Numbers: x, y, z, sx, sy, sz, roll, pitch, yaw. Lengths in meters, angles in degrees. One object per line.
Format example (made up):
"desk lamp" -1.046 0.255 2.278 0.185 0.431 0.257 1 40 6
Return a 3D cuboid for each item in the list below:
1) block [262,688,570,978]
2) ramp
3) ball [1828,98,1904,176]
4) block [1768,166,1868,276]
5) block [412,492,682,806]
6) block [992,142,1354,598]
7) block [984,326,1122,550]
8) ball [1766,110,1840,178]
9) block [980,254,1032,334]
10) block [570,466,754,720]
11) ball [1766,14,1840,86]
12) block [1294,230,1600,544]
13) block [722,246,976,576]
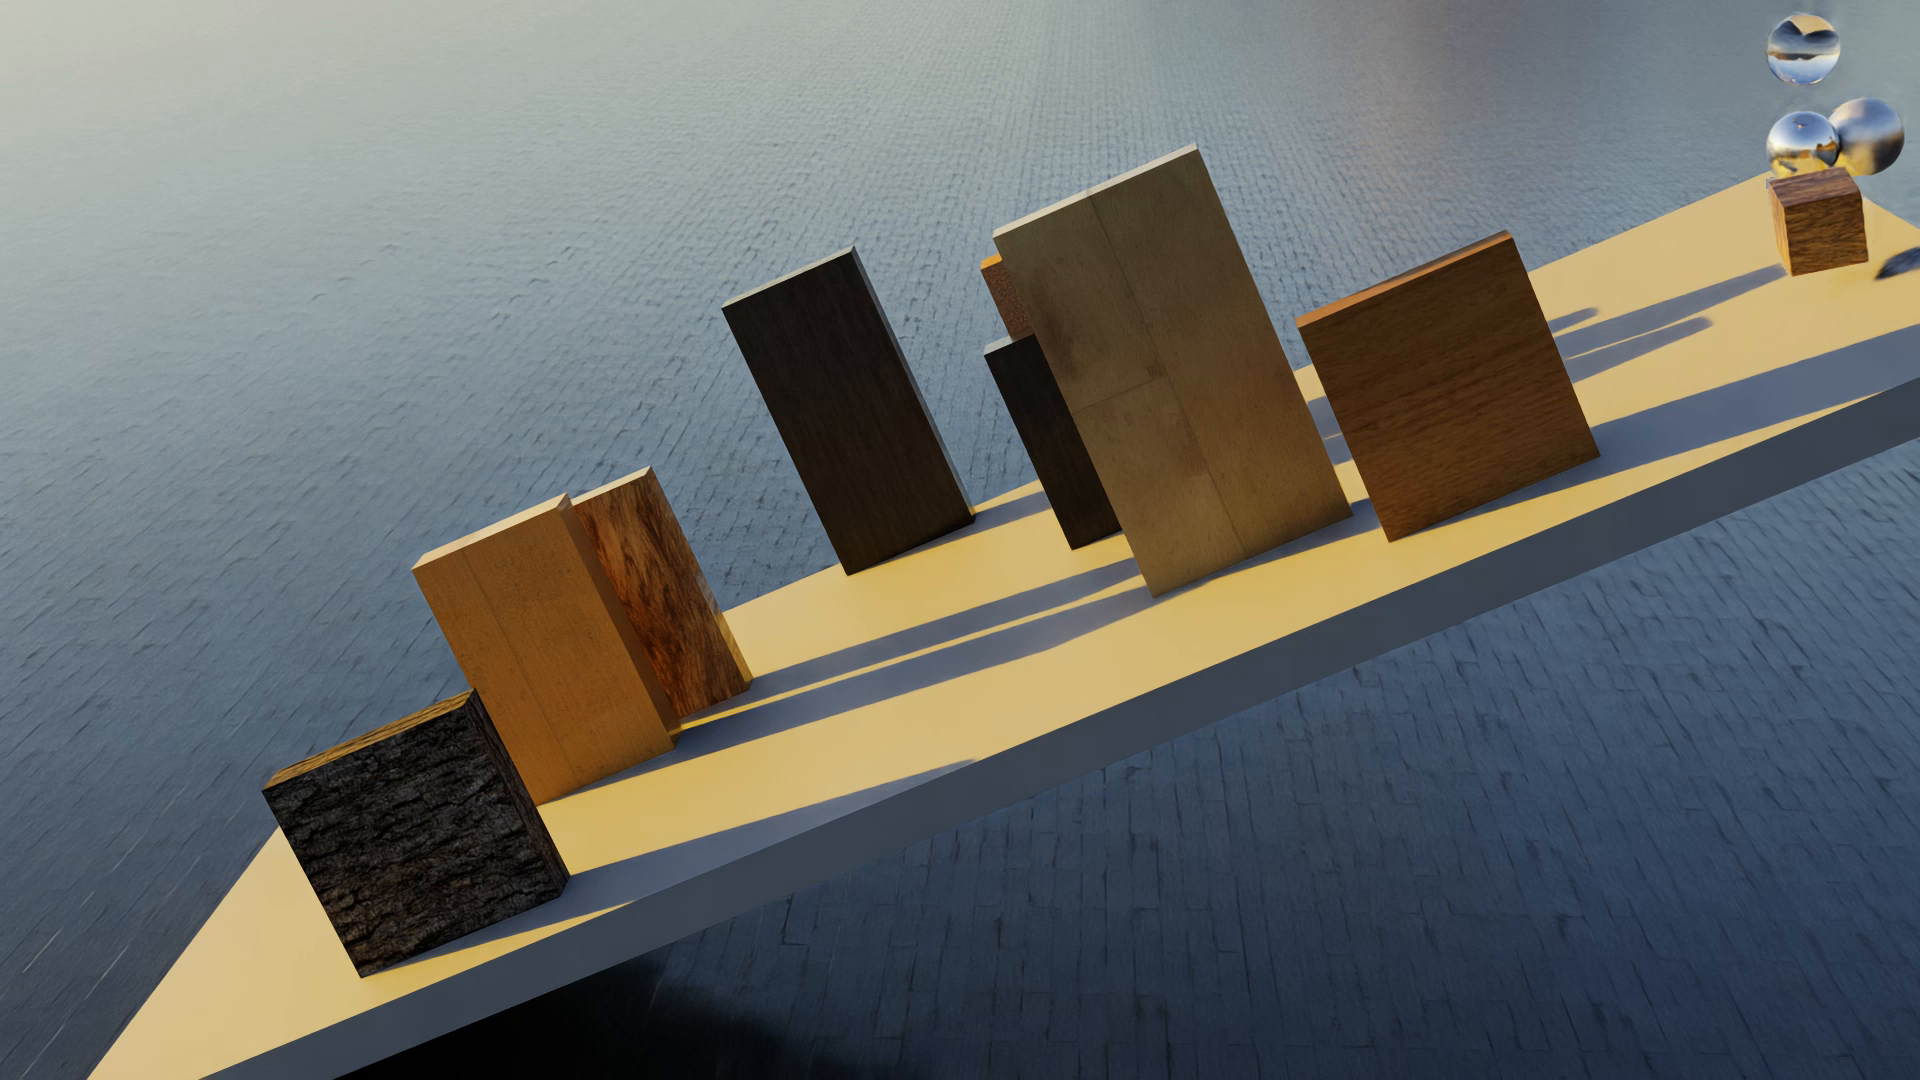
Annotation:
"block" -1.048 0.568 5.686 0.434 0.420 0.113 -23 13 8
"ramp" 0.132 0.170 6.284 4.000 0.100 2.000 -23 13 8
"ball" 1.902 -0.848 6.190 0.164 0.164 0.164 0 15 0
"block" 1.688 -0.627 5.783 0.148 0.148 0.148 -11 25 9
"block" -0.884 0.239 6.335 0.345 0.584 0.127 -23 13 8
"block" 0.418 -0.326 5.743 0.425 0.784 0.097 -23 13 8
"block" 0.340 -0.281 6.408 0.417 0.475 0.108 -23 13 8
"ball" 1.758 -0.820 6.135 0.150 0.150 0.150 0 15 0
"block" 0.301 -0.399 6.641 0.282 0.614 0.126 -23 13 8
"block" -0.725 0.147 6.522 0.331 0.535 0.089 -23 13 8
"ball" 1.744 -1.014 6.086 0.149 0.149 0.149 0 15 0
"block" 0.902 -0.283 5.445 0.418 0.444 0.091 -23 13 8
"block" -0.264 -0.308 7.082 0.339 0.720 0.096 -23 13 8
